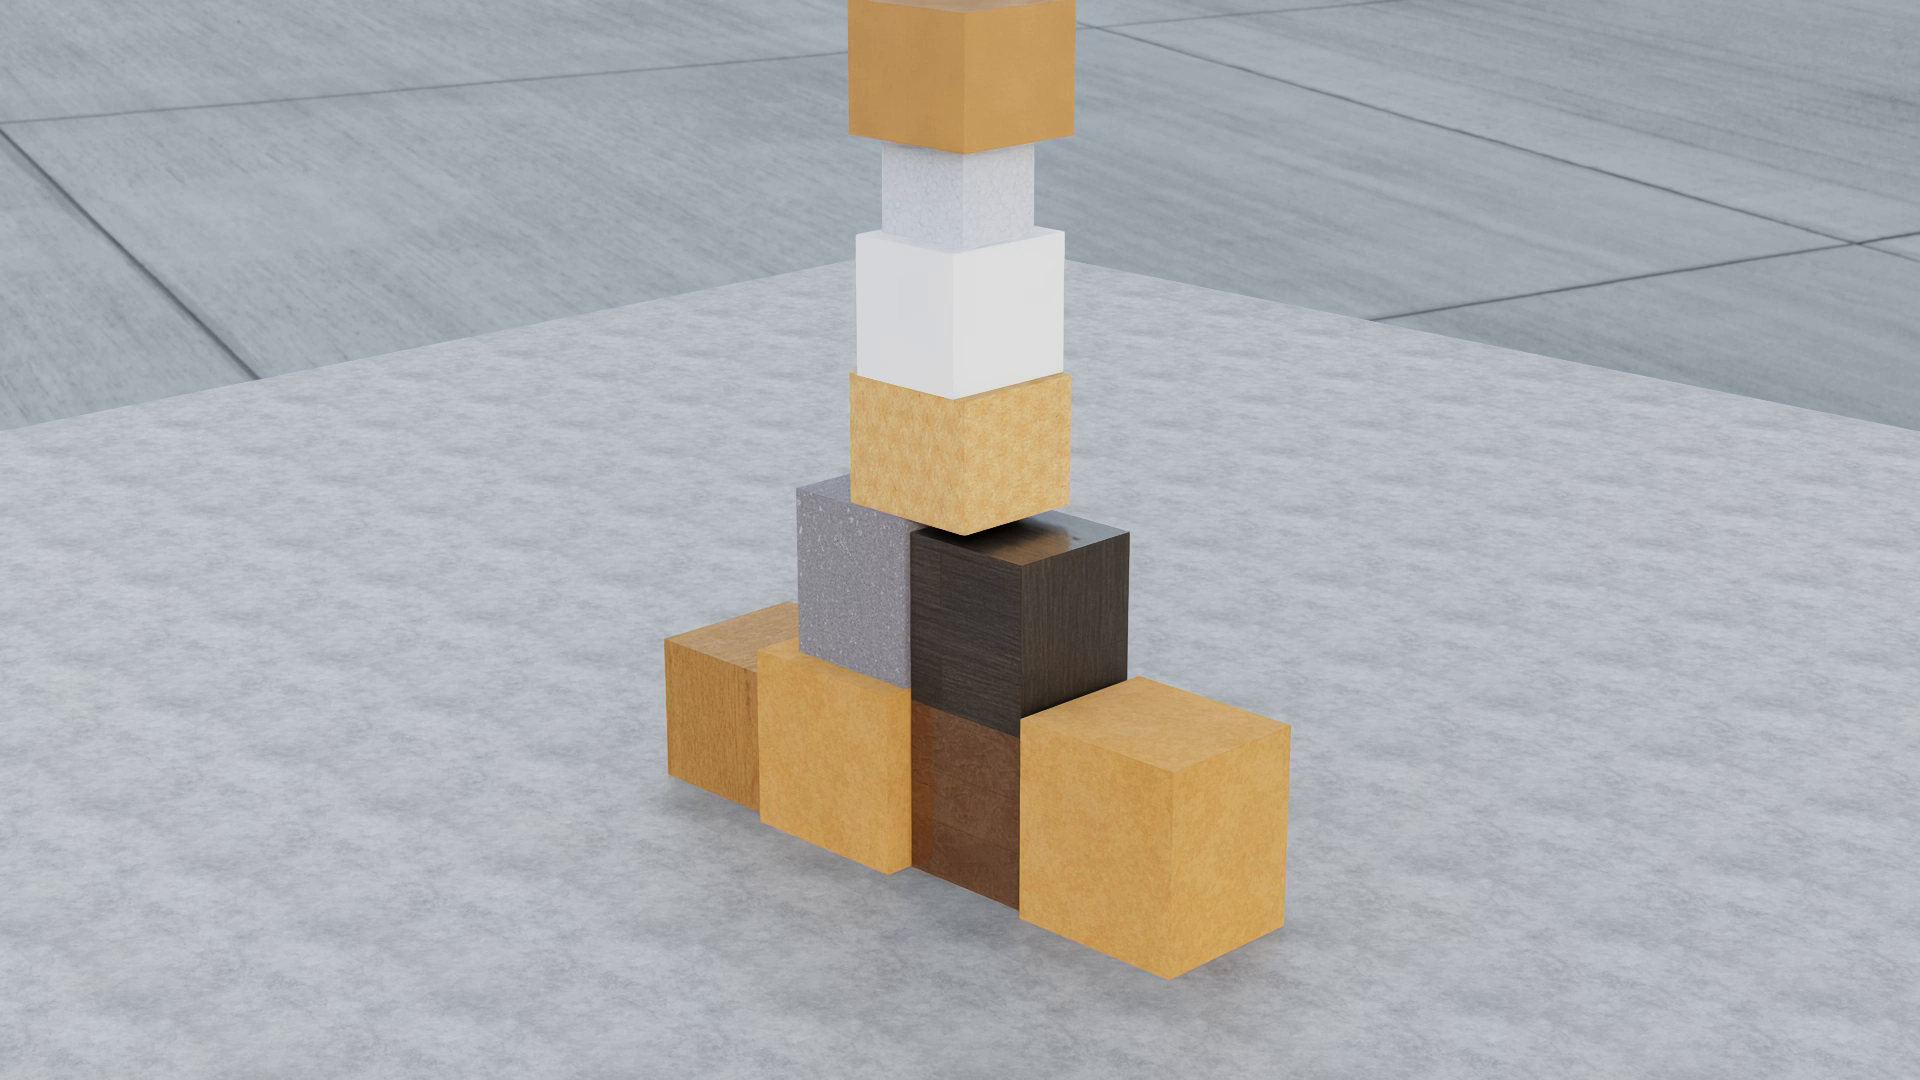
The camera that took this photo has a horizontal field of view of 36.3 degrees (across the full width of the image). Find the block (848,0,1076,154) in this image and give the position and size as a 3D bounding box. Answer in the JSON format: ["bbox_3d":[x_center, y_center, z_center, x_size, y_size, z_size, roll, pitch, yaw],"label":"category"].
[{"bbox_3d":[0.007,-2.049,12.705,0.677,0.589,0.714,-17,24,-42],"label":"block"}]

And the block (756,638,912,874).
[{"bbox_3d":[-0.304,0.925,13.946,0.959,0.873,0.885,-17,24,-42],"label":"block"}]

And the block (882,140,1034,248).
[{"bbox_3d":[-0.008,-1.557,12.844,0.443,0.434,0.500,-17,24,-42],"label":"block"}]

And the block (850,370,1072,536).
[{"bbox_3d":[0.001,-0.455,13.200,0.677,0.605,0.727,-17,24,-42],"label":"block"}]

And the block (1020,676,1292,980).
[{"bbox_3d":[0.846,1.239,12.828,0.771,0.945,0.878,-17,24,-42],"label":"block"}]

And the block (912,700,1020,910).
[{"bbox_3d":[0.280,1.122,13.406,0.684,0.820,0.733,-17,24,-42],"label":"block"}]

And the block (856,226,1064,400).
[{"bbox_3d":[0.002,-1.049,13.014,0.696,0.638,0.606,-17,24,-42],"label":"block"}]

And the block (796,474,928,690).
[{"bbox_3d":[-0.246,0.142,13.645,0.724,0.801,0.717,-17,24,-42],"label":"block"}]

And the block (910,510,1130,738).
[{"bbox_3d":[0.269,0.343,13.192,0.697,0.795,0.688,-17,24,-42],"label":"block"}]

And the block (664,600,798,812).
[{"bbox_3d":[-0.892,0.821,14.536,0.822,0.717,0.767,-17,24,-42],"label":"block"}]
